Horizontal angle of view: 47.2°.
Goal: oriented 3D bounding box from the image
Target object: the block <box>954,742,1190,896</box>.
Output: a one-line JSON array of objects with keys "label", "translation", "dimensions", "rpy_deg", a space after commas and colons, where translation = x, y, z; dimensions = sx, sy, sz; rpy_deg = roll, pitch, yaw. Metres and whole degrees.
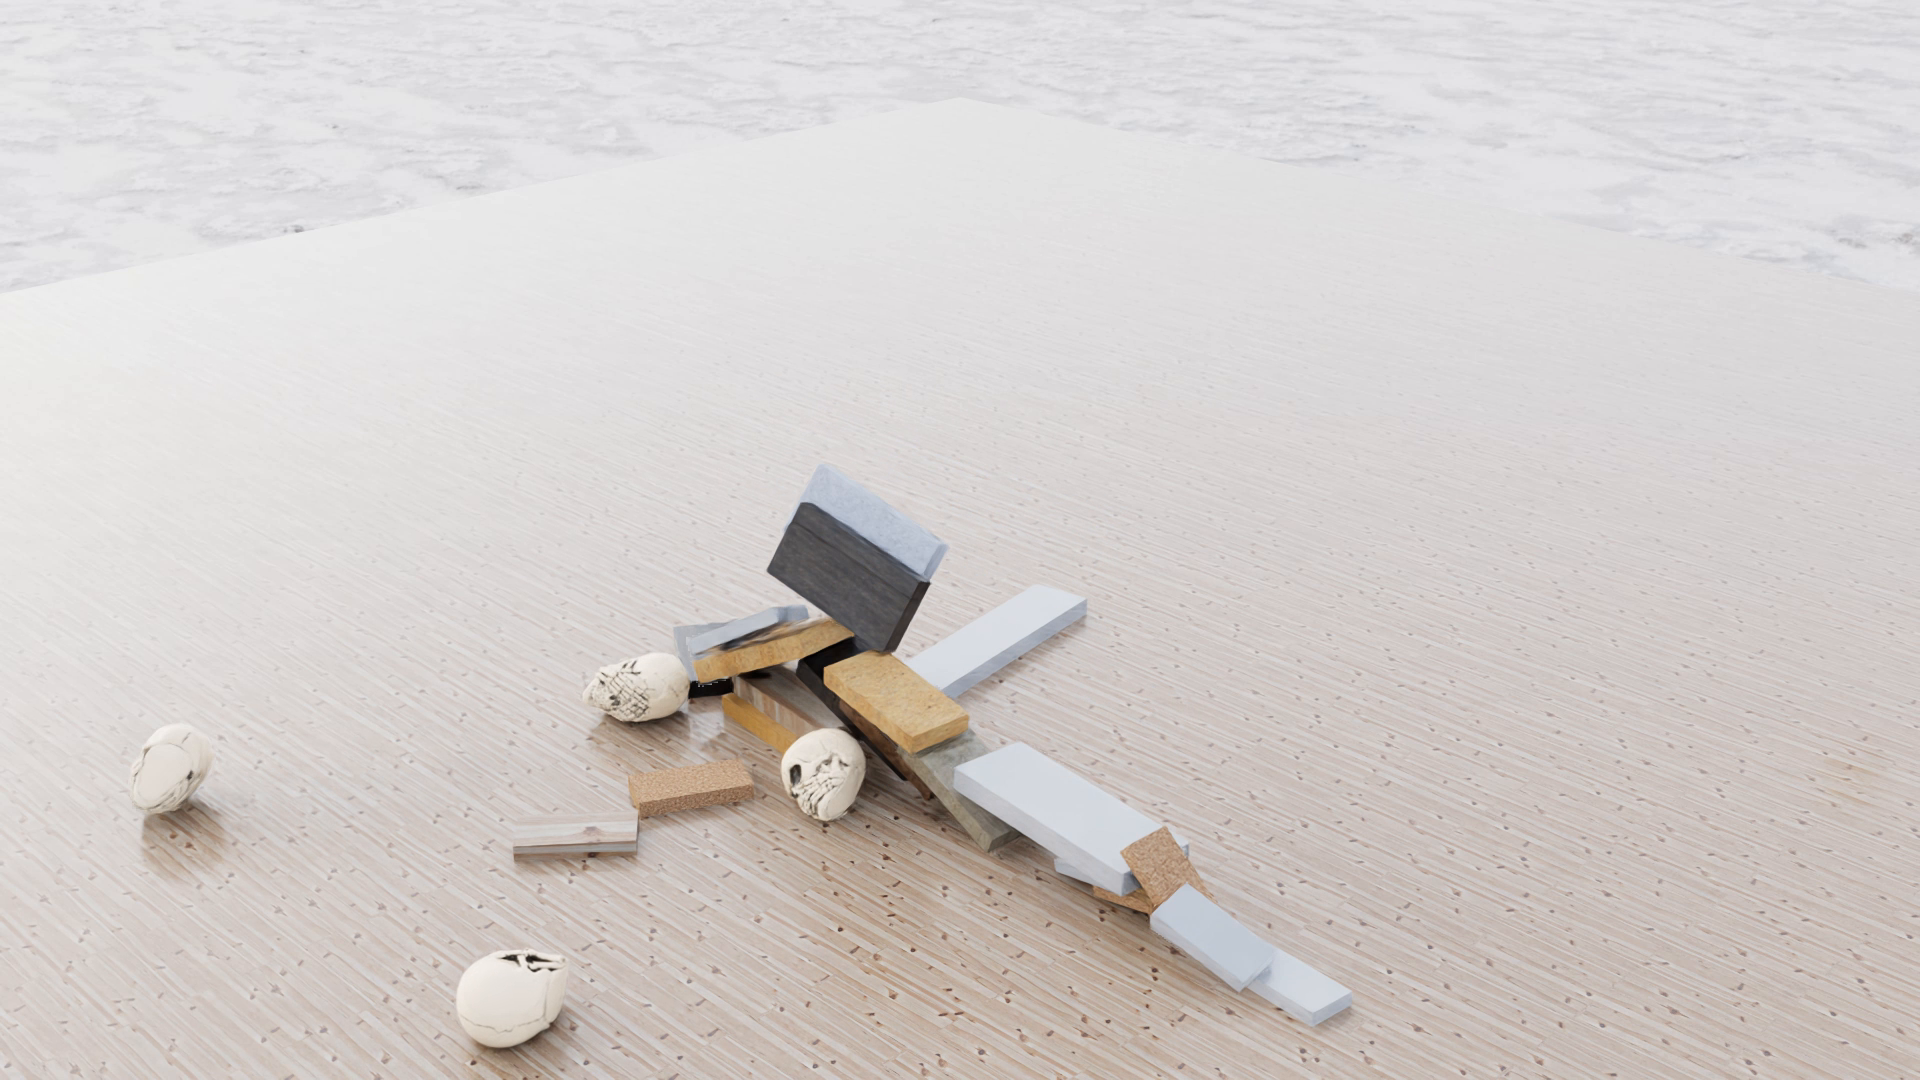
[{"label": "block", "translation": [0.208, 0.528, 4.225], "dimensions": [0.172, 0.049, 0.486], "rpy_deg": [-18, 30, -35]}]

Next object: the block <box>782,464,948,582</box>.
[{"label": "block", "translation": [-0.204, -0.004, 4.712], "dimensions": [0.344, 0.172, 0.049], "rpy_deg": [34, 11, 24]}]

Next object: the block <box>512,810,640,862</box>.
[{"label": "block", "translation": [-0.756, 0.583, 4.343], "dimensions": [0.238, 0.034, 0.119], "rpy_deg": [-2, 23, -5]}]

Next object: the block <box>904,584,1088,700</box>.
[{"label": "block", "translation": [0.045, 0.254, 5.108], "dimensions": [0.147, 0.042, 0.699], "rpy_deg": [16, 28, 32]}]

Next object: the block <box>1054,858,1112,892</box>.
[{"label": "block", "translation": [0.269, 0.627, 4.200], "dimensions": [0.086, 0.024, 0.171], "rpy_deg": [-18, 18, -36]}]

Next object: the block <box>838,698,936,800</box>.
[{"label": "block", "translation": [-0.099, 0.399, 4.531], "dimensions": [0.148, 0.042, 0.295], "rpy_deg": [-22, 53, -37]}]

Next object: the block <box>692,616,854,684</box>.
[{"label": "block", "translation": [-0.400, 0.233, 4.778], "dimensions": [0.355, 0.050, 0.177], "rpy_deg": [-16, 5, 43]}]

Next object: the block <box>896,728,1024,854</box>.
[{"label": "block", "translation": [0.022, 0.485, 4.411], "dimensions": [0.148, 0.042, 0.295], "rpy_deg": [-21, 54, -37]}]

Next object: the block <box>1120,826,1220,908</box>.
[{"label": "block", "translation": [0.390, 0.630, 4.009], "dimensions": [0.102, 0.029, 0.203], "rpy_deg": [-22, 70, -36]}]

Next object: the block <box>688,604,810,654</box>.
[{"label": "block", "translation": [-0.453, 0.192, 4.717], "dimensions": [0.238, 0.034, 0.119], "rpy_deg": [-21, -9, 29]}]

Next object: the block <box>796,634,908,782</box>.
[{"label": "block", "translation": [-0.165, 0.345, 4.644], "dimensions": [0.177, 0.050, 0.355], "rpy_deg": [-24, 54, -38]}]

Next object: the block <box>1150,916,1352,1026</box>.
[{"label": "block", "translation": [0.518, 0.753, 3.950], "dimensions": [0.102, 0.029, 0.399], "rpy_deg": [-18, 29, -36]}]

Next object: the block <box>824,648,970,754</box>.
[{"label": "block", "translation": [-0.132, 0.325, 4.502], "dimensions": [0.148, 0.042, 0.295], "rpy_deg": [-19, 38, -35]}]

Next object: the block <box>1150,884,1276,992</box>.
[{"label": "block", "translation": [0.448, 0.705, 3.906], "dimensions": [0.203, 0.029, 0.102], "rpy_deg": [35, 47, 25]}]

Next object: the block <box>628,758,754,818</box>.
[{"label": "block", "translation": [-0.553, 0.508, 4.521], "dimensions": [0.238, 0.034, 0.119], "rpy_deg": [-8, 24, -17]}]

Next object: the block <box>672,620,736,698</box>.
[{"label": "block", "translation": [-0.571, 0.273, 5.064], "dimensions": [0.147, 0.042, 0.294], "rpy_deg": [-5, 24, -12]}]

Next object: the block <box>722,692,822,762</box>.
[{"label": "block", "translation": [-0.376, 0.390, 4.789], "dimensions": [0.147, 0.042, 0.294], "rpy_deg": [-17, 28, -34]}]

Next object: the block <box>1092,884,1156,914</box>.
[{"label": "block", "translation": [0.340, 0.662, 4.129], "dimensions": [0.085, 0.024, 0.171], "rpy_deg": [-19, 19, -38]}]

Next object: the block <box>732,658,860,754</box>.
[{"label": "block", "translation": [-0.323, 0.348, 4.768], "dimensions": [0.177, 0.050, 0.355], "rpy_deg": [-17, 28, -34]}]

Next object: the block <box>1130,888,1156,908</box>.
[{"label": "block", "translation": [0.334, 0.628, 4.098], "dimensions": [0.171, 0.024, 0.086], "rpy_deg": [23, 32, 39]}]

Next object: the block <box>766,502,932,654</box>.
[{"label": "block", "translation": [-0.239, 0.078, 4.657], "dimensions": [0.344, 0.172, 0.049], "rpy_deg": [33, 11, 27]}]
